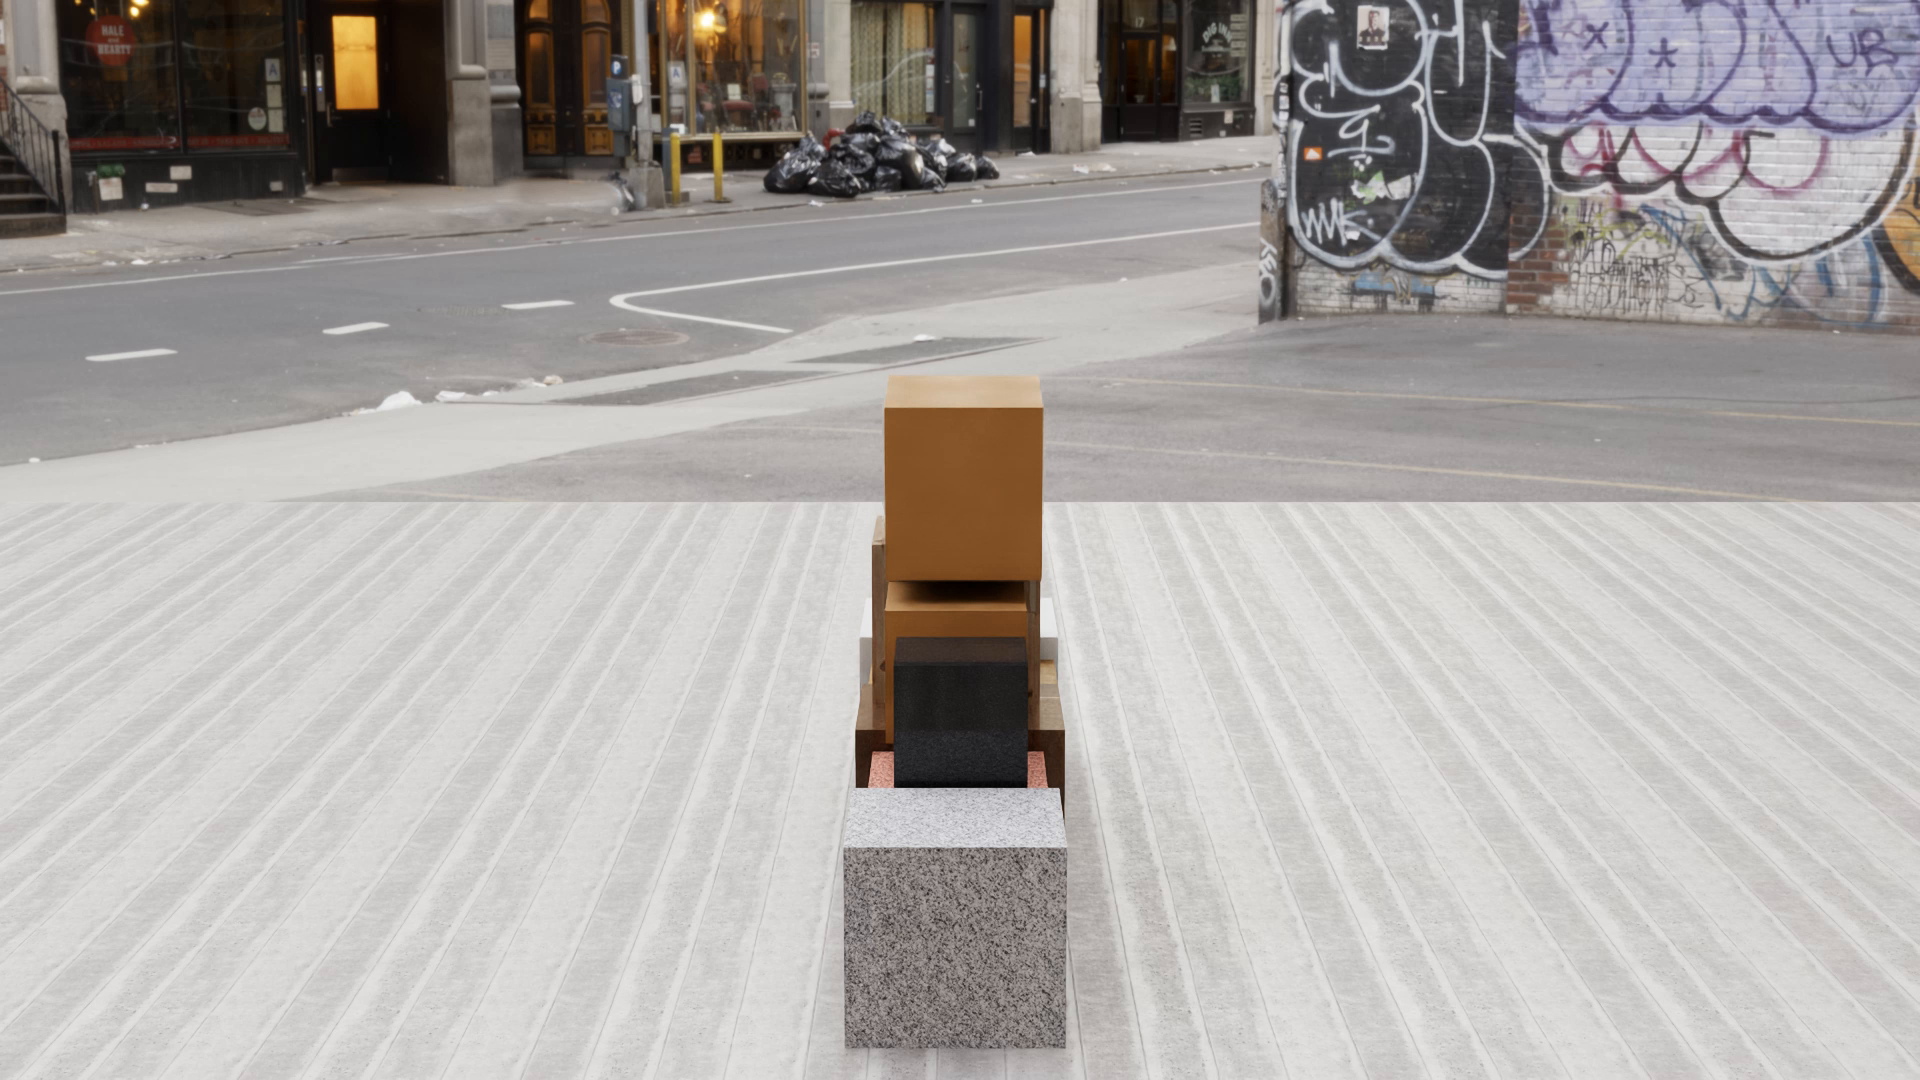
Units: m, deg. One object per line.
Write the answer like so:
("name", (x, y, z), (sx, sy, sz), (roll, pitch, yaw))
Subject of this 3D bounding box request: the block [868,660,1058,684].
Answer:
("block", (0.014, 1.002, 12.107), (0.883, 0.697, 0.867), (0, 10, 0))

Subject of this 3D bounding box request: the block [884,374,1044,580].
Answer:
("block", (0.015, -0.273, 10.800), (0.644, 0.728, 0.691), (0, 15, 0))

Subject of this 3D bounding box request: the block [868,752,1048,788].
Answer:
("block", (-0.008, 1.302, 10.460), (0.717, 0.697, 0.785), (0, 10, 0))

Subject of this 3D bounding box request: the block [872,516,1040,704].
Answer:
("block", (-0.016, 0.300, 11.543), (0.733, 0.704, 0.753), (0, 10, 0))

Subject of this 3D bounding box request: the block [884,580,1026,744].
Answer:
("block", (-0.017, 0.502, 10.841), (0.579, 0.558, 0.682), (0, 10, 0))

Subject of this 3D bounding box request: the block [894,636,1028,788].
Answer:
("block", (0.003, 0.709, 10.257), (0.522, 0.543, 0.520), (0, 10, 0))

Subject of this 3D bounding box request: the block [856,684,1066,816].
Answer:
("block", (0.001, 1.111, 11.255), (0.883, 0.788, 0.828), (0, 10, 0))

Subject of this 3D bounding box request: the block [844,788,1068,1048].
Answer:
("block", (-0.017, 1.410, 9.676), (0.806, 0.763, 0.777), (0, 10, 0))

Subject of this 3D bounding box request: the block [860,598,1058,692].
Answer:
("block", (-0.006, 0.784, 12.999), (0.968, 0.806, 0.945), (0, 10, 0))
